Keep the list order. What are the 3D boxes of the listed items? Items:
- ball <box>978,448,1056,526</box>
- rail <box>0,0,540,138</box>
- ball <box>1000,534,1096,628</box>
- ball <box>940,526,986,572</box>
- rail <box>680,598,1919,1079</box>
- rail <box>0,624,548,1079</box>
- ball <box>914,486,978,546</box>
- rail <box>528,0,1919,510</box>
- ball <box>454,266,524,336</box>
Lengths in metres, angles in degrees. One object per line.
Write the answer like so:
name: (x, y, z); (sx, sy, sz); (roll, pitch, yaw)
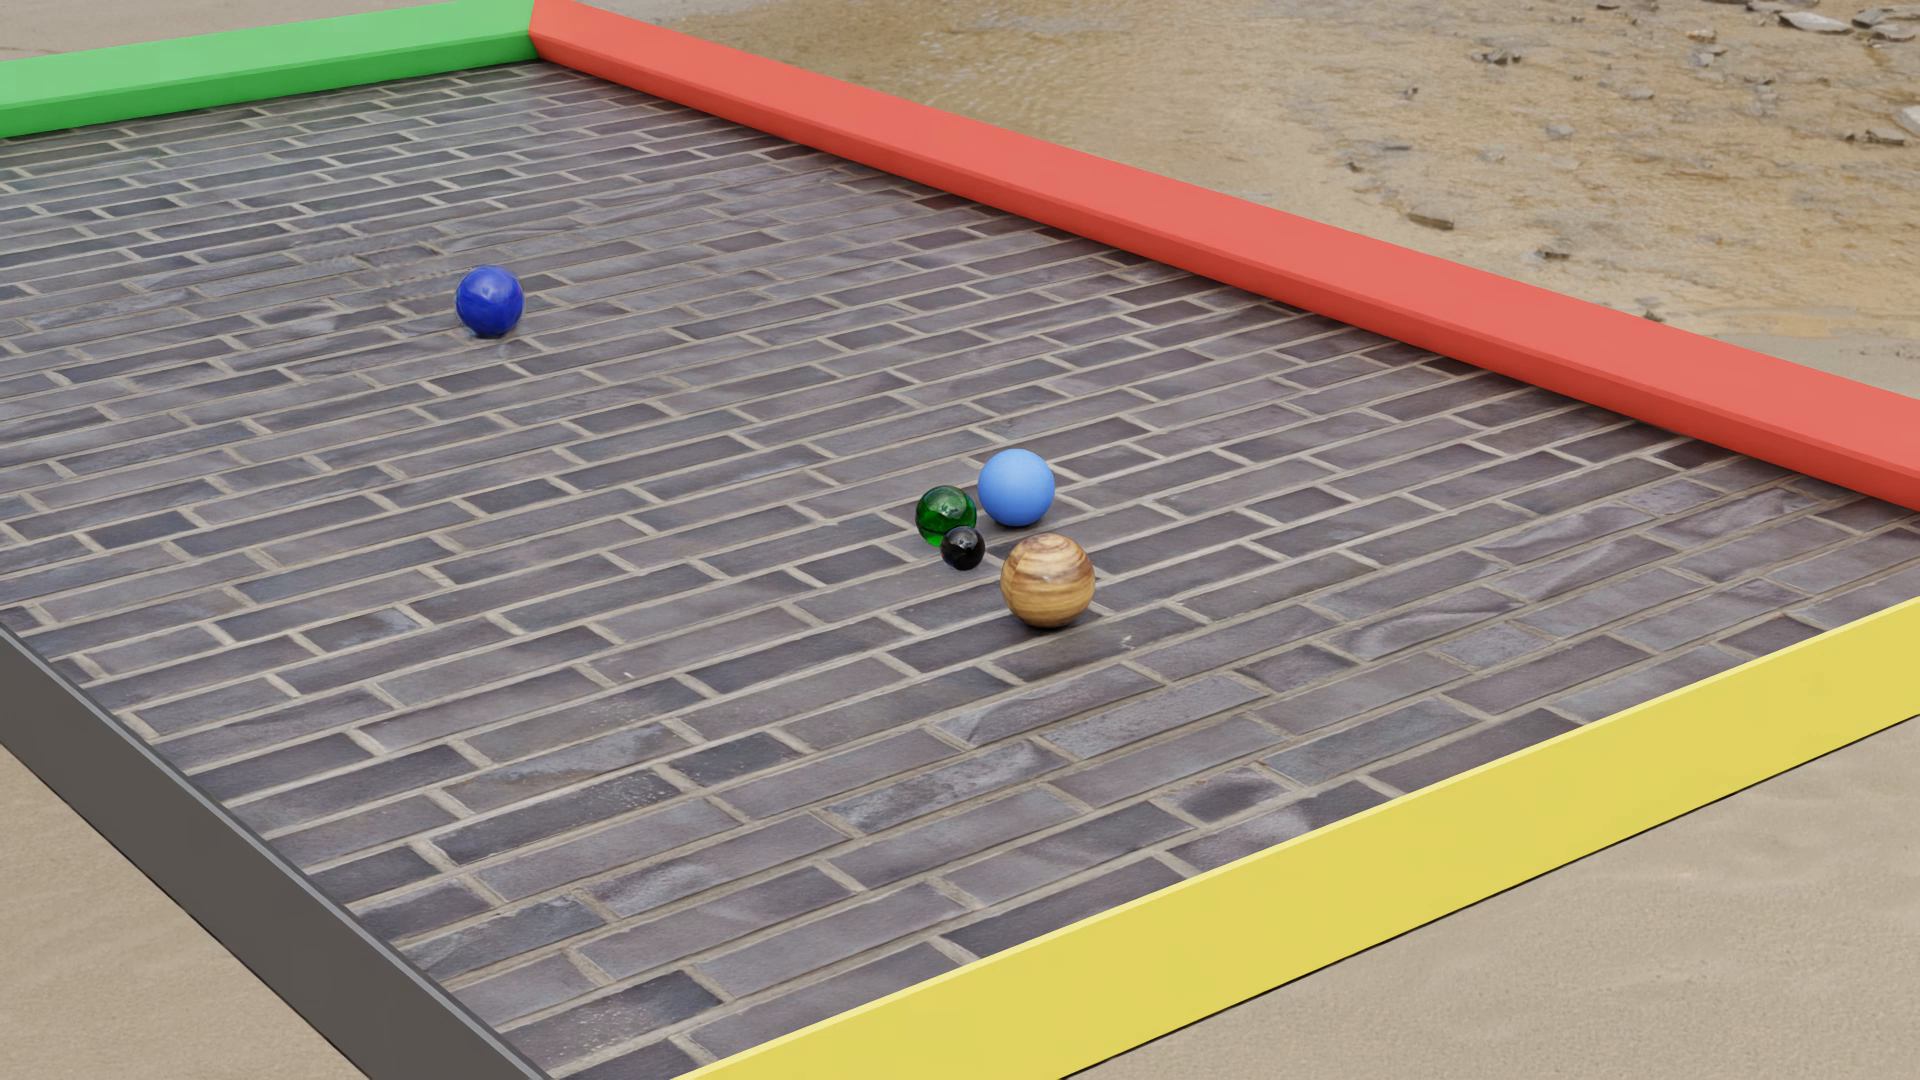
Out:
ball: (0.051, -0.048, 2.669); (0.071, 0.071, 0.071); (0, 21, 0)
rail: (-1.262, -0.613, 4.069); (1.587, 0.103, 0.045); (-16, 26, -35)
ball: (0.073, 0.034, 2.450); (0.079, 0.079, 0.079); (0, 21, 0)
ball: (0.002, 0.007, 2.572); (0.040, 0.040, 0.040); (0, 21, 0)
rail: (0.411, 0.173, 2.059); (1.587, 0.103, 0.045); (-16, 26, -35)
rail: (-1.034, -0.048, 2.625); (0.045, 0.103, 2.778); (-16, 26, -35)
ball: (-0.013, -0.021, 2.623); (0.056, 0.056, 0.056); (0, 21, 0)
rail: (0.183, -0.392, 3.503); (0.045, 0.103, 2.778); (-16, 26, -35)
ball: (-0.513, -0.261, 3.210); (0.075, 0.075, 0.075); (0, 21, 0)
